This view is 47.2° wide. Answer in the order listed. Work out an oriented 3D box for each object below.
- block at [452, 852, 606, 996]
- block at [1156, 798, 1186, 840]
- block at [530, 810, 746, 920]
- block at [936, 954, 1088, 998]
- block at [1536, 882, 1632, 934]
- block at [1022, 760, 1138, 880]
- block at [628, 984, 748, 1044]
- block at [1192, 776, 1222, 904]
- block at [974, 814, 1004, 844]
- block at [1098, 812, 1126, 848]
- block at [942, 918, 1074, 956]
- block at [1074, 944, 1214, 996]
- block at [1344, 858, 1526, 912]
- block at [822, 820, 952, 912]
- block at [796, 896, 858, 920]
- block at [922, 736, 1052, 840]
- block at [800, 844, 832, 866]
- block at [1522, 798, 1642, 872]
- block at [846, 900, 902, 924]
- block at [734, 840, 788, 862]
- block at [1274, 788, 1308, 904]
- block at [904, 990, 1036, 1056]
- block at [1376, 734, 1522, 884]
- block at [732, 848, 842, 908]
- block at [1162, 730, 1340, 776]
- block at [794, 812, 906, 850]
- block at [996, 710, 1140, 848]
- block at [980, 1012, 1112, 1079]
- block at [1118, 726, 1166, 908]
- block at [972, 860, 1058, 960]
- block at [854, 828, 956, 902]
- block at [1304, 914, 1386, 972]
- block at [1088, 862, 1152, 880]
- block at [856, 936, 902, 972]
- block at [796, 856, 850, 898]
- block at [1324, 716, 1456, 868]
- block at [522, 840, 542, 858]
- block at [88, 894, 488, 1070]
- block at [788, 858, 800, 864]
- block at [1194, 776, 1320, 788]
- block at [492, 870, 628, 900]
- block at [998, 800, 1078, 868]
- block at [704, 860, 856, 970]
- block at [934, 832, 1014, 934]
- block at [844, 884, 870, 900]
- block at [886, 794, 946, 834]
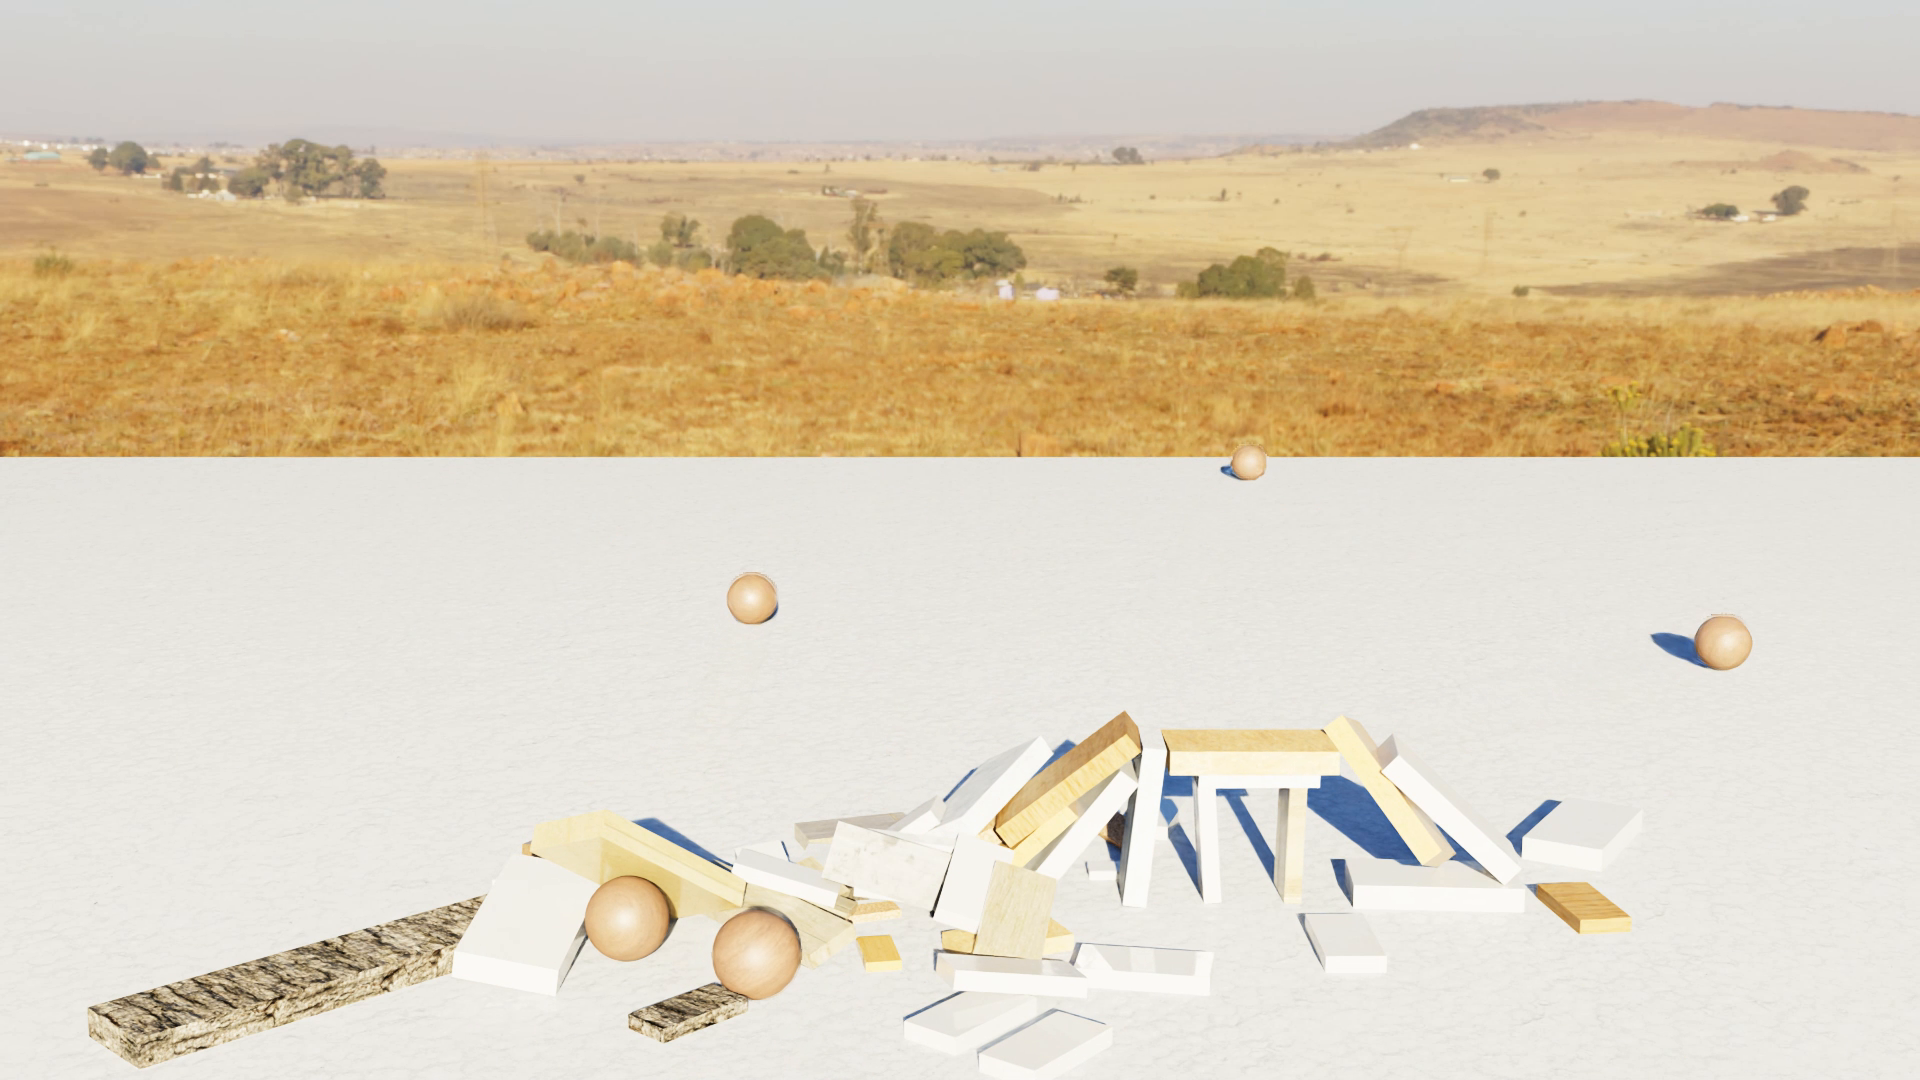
[{"bbox_3d":[-0.655,0.585,3.374,0.156,0.044,0.311,10,20,1],"label":"block"},{"bbox_3d":[0.355,0.510,4.035,0.086,0.024,0.171,3,11,17],"label":"block"},{"bbox_3d":[-0.497,0.507,3.413,0.156,0.044,0.311,-15,-36,35],"label":"block"},{"bbox_3d":[0.076,0.637,3.219,0.202,0.029,0.101,7,2,-15],"label":"block"},{"bbox_3d":[1.011,0.596,3.568,0.086,0.024,0.171,-2,11,-8],"label":"block"},{"bbox_3d":[0.192,0.476,3.644,0.038,0.268,0.134,38,9,-6],"label":"block"},{"bbox_3d":[-0.388,0.676,3.144,0.078,0.022,0.156,10,14,42],"label":"block"},{"bbox_3d":[0.409,0.492,3.651,0.028,0.198,0.099,-4,10,1],"label":"block"},{"bbox_3d":[-0.030,0.523,3.706,0.218,0.031,0.109,-26,14,-11],"label":"block"},{"bbox_3d":[0.289,0.521,3.925,0.052,0.015,0.104,-40,24,-14],"label":"block"},{"bbox_3d":[0.074,0.623,3.419,0.183,0.026,0.091,-5,12,-24],"label":"block"},{"bbox_3d":[0.277,0.644,3.299,0.202,0.029,0.101,2,11,10],"label":"block"},{"bbox_3d":[0.786,0.573,3.654,0.275,0.039,0.138,1,11,4],"label":"block"},{"bbox_3d":[-0.092,0.531,3.537,0.245,0.094,0.027,17,-3,-1],"label":"block"},{"bbox_3d":[-0.224,0.580,3.532,0.109,0.015,0.054,18,15,12],"label":"block"},{"bbox_3d":[0.036,0.434,3.721,0.137,0.039,0.275,-29,7,40],"label":"block"},{"bbox_3d":[-0.230,0.548,3.712,0.078,0.022,0.157,1,11,6],"label":"block"},{"bbox_3d":[1.113,0.523,3.924,0.138,0.039,0.275,6,12,30],"label":"block"},{"bbox_3d":[-0.147,0.603,3.562,0.094,0.013,0.047,-4,11,-21],"label":"block"},{"bbox_3d":[-0.312,0.562,3.616,0.078,0.022,0.211,-9,25,-14],"label":"block"},{"bbox_3d":[0.548,0.492,3.651,0.028,0.198,0.099,1,10,-2],"label":"block"},{"bbox_3d":[0.016,0.678,3.122,0.092,0.026,0.185,8,13,38],"label":"block"},{"bbox_3d":[0.810,0.445,3.651,0.275,0.039,0.138,43,12,-2],"label":"block"},{"bbox_3d":[-0.277,0.541,3.527,0.171,0.024,0.086,16,9,0],"label":"block"},{"bbox_3d":[0.475,0.348,3.619,0.274,0.039,0.137,0,11,-2],"label":"block"},{"bbox_3d":[-0.184,0.525,3.938,0.204,0.029,0.102,-4,11,-19],"label":"block"},{"bbox_3d":[0.178,0.393,3.629,0.268,0.038,0.134,-38,8,10],"label":"block"},{"bbox_3d":[0.119,0.698,3.016,0.092,0.026,0.184,8,13,37],"label":"block"},{"bbox_3d":[0.301,0.457,3.643,0.038,0.268,0.134,6,11,-1],"label":"block"},{"bbox_3d":[0.086,0.580,3.383,0.101,0.029,0.202,18,32,0],"label":"block"},{"bbox_3d":[-0.060,0.539,3.589,0.218,0.109,0.031,6,17,6],"label":"block"},{"bbox_3d":[0.597,0.624,3.412,0.092,0.026,0.184,0,11,-1],"label":"block"},{"bbox_3d":[0.272,0.565,3.761,0.104,0.015,0.052,0,11,-1],"label":"block"},{"bbox_3d":[-0.125,0.636,3.381,0.054,0.015,0.109,-2,11,-10],"label":"block"},{"bbox_3d":[-0.230,0.559,3.605,0.094,0.013,0.047,38,36,29],"label":"block"},{"bbox_3d":[0.717,0.419,3.664,0.039,0.275,0.137,-39,-21,12],"label":"block"},{"bbox_3d":[-0.673,0.529,3.830,0.102,0.029,0.204,1,2,13],"label":"block"},{"bbox_3d":[-0.913,0.639,3.283,0.156,0.044,0.723,10,15,44],"label":"block"},{"bbox_3d":[-0.304,0.564,3.748,0.156,0.022,0.078,0,11,-1],"label":"block"},{"bbox_3d":[0.486,0.381,3.627,0.198,0.028,0.099,0,11,-2],"label":"block"},{"bbox_3d":[-0.581,0.572,3.686,0.383,0.029,0.102,1,11,5],"label":"block"},{"bbox_3d":[0.103,0.505,3.656,0.218,0.031,0.109,-43,7,8],"label":"block"},{"bbox_3d":[-0.315,0.590,3.485,0.091,0.026,0.360,-31,30,-34],"label":"block"},{"bbox_3d":[0.023,0.543,3.464,0.094,0.027,0.187,18,32,1],"label":"block"},{"bbox_3d":[-0.234,0.581,3.659,0.157,0.022,0.078,-2,11,-12],"label":"block"},{"bbox_3d":[-0.110,0.499,3.670,0.187,0.027,0.094,-35,4,11],"label":"block"}]
